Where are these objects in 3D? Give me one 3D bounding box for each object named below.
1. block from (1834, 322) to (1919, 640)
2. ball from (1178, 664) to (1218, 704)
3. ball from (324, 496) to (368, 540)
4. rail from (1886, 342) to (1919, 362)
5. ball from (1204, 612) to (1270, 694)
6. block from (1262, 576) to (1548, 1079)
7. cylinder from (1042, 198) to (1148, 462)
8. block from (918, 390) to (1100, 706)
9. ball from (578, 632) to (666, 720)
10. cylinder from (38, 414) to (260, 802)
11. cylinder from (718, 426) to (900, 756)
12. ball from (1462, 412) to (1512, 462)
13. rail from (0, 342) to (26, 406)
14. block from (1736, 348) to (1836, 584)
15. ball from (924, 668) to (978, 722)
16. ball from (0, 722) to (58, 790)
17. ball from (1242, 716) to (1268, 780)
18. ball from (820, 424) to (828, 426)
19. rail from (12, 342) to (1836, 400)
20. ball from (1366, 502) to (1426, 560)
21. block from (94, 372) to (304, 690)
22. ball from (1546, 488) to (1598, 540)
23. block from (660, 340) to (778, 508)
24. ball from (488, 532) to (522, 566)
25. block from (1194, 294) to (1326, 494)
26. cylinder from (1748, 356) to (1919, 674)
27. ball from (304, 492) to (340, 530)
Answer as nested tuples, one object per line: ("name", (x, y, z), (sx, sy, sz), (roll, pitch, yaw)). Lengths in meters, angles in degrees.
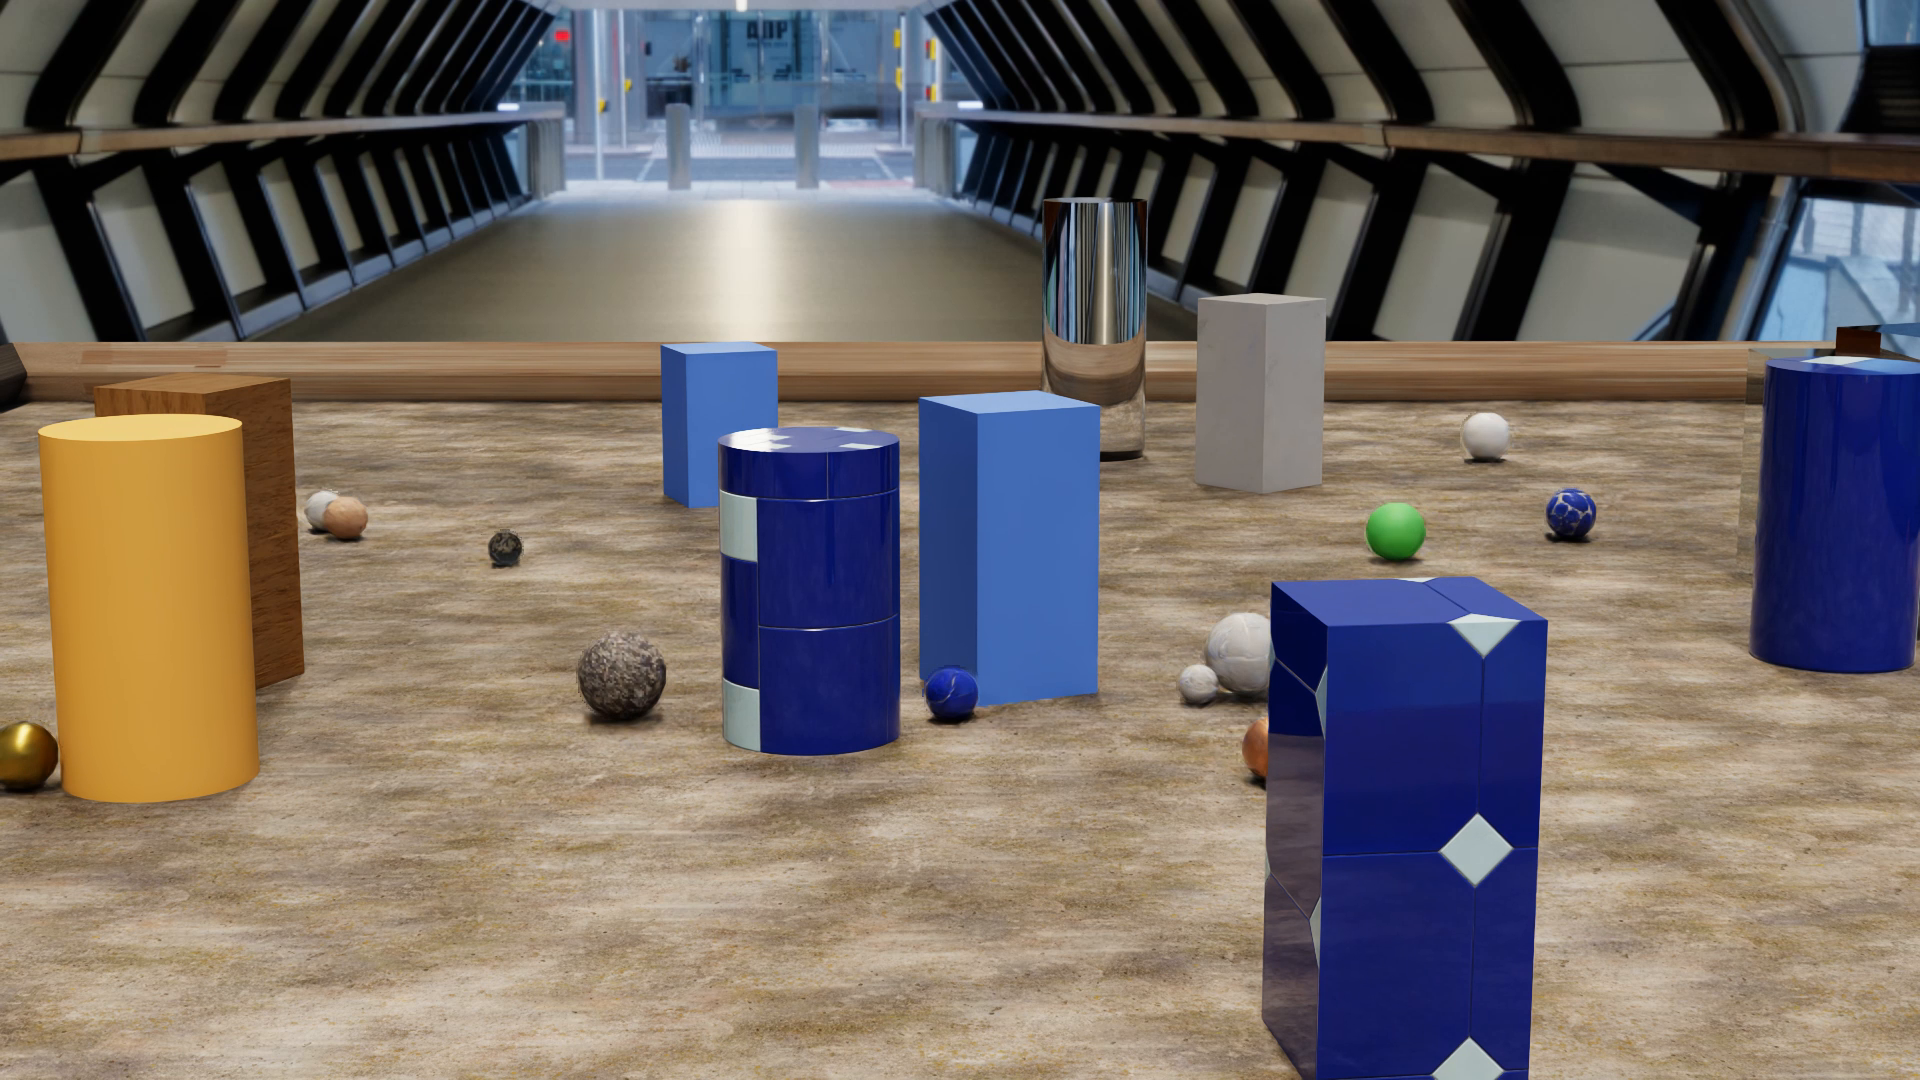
("block", (1.249, -0.080, 3.346), (0.157, 0.389, 0.157), (-5, 12, -24))
("ball", (0.275, 0.166, 2.959), (0.046, 0.046, 0.046), (0, 10, 0))
("ball", (-0.954, -0.034, 3.984), (0.067, 0.067, 0.067), (0, 10, 0))
("rail", (2.036, 0.031, 3.460), (0.045, 0.128, 4.434), (0, 10, 0))
("ball", (0.332, 0.131, 2.983), (0.096, 0.096, 0.096), (0, 10, 0))
("block", (0.322, 0.213, 1.887), (0.157, 0.344, 0.157), (-1, 11, -7))
("cylinder", (0.251, -0.397, 4.817), (0.197, 0.478, 0.197), (0, 10, 0))
("block", (0.056, 0.006, 3.020), (0.157, 0.340, 0.157), (-5, 12, -25))
("ball", (-0.380, 0.152, 2.890), (0.098, 0.098, 0.098), (0, 10, 0))
("cylinder", (-0.828, 0.065, 2.628), (0.197, 0.365, 0.197), (0, 10, 0))
("cylinder", (-0.164, 0.052, 2.805), (0.197, 0.327, 0.197), (0, 10, 0))
("ball", (0.978, -0.193, 4.772), (0.091, 0.091, 0.091), (0, 10, 0))
("rail", (-2.036, 0.035, 3.437), (0.045, 0.128, 4.434), (0, 10, 0))
("block", (1.202, -0.098, 3.614), (0.157, 0.328, 0.157), (0, 11, 2))
("ball", (-0.009, 0.173, 2.882), (0.061, 0.061, 0.061), (0, 10, 0))
("ball", (-0.954, 0.219, 2.612), (0.069, 0.069, 0.069), (0, 10, 0))
("ball", (0.324, 0.215, 2.638), (0.068, 0.068, 0.068), (0, 10, 0))
("ball", (-0.263, -0.202, 4.955), (0.042, 0.042, 0.042), (0, 10, 0))
("rail", (-0.013, -0.367, 5.605), (4.119, 0.128, 0.045), (0, 10, 0))
("ball", (0.648, -0.013, 3.813), (0.087, 0.087, 0.087), (0, 10, 0))
("block", (-0.898, -0.007, 3.037), (0.157, 0.359, 0.157), (4, 11, 22))
("ball", (0.950, -0.040, 3.988), (0.078, 0.078, 0.078), (0, 10, 0))
("block", (-0.407, -0.198, 4.346), (0.157, 0.257, 0.157), (-4, 11, -21))
("ball", (-0.670, 0.012, 3.781), (0.050, 0.050, 0.050), (0, 10, 0))
("block", (0.525, -0.260, 4.490), (0.157, 0.326, 0.157), (-9, 14, -41))
("cylinder", (1.086, -0.034, 3.165), (0.197, 0.365, 0.197), (0, 10, 0))
("ball", (-1.004, -0.046, 4.057), (0.063, 0.063, 0.063), (0, 10, 0))
